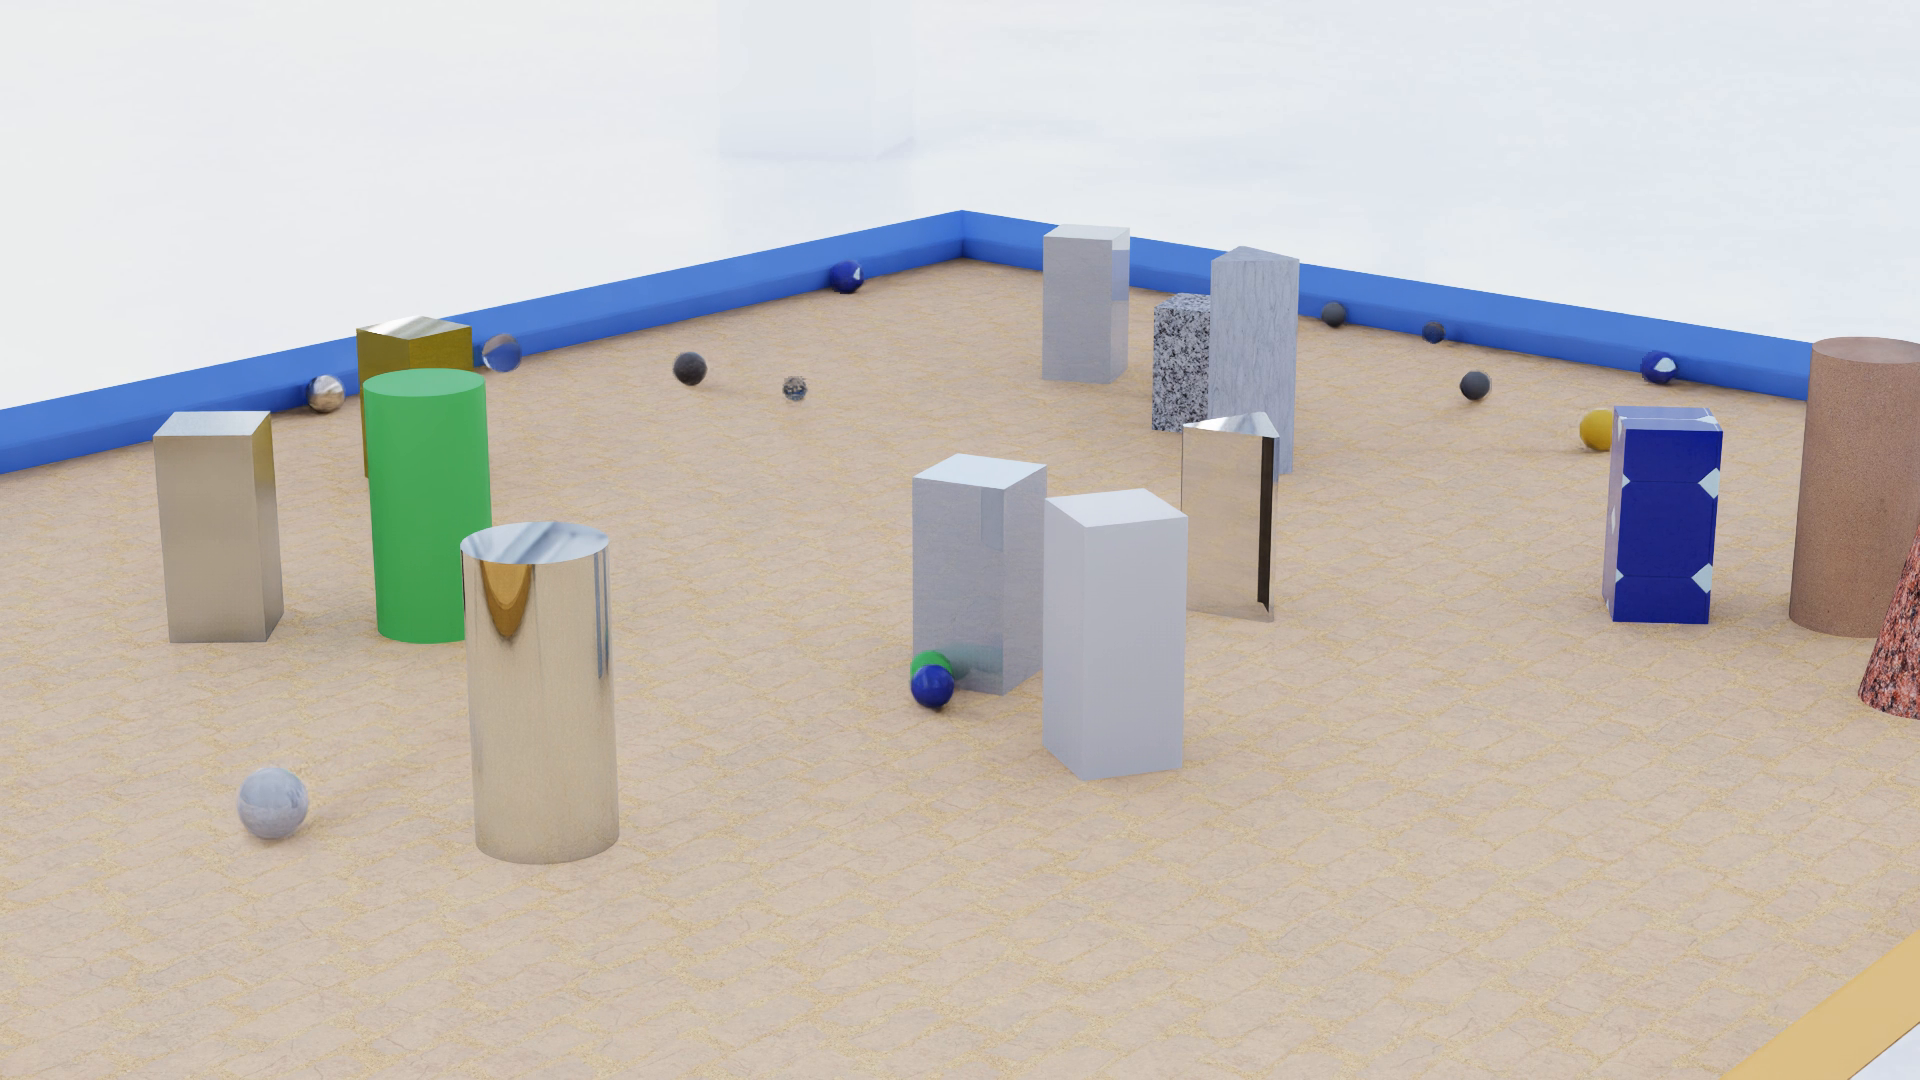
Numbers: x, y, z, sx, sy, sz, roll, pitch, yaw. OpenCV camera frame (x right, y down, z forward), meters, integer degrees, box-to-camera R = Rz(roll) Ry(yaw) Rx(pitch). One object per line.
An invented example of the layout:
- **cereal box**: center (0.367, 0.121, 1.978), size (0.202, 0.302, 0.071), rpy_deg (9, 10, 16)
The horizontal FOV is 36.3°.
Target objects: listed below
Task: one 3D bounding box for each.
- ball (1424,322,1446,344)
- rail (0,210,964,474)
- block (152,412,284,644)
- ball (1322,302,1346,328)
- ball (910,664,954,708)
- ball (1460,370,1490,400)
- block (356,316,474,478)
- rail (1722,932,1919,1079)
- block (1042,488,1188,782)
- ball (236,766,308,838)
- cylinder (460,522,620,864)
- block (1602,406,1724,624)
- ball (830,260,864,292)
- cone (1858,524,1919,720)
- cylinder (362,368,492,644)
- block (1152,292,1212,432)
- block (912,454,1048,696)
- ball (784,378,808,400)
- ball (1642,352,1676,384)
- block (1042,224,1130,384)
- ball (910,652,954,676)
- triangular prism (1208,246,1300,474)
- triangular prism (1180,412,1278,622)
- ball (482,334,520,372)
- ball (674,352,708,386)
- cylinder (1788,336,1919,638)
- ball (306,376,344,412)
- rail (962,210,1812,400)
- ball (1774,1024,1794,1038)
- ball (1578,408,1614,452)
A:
- **ball**: center (1.135, -0.496, 7.016), size (0.051, 0.051, 0.051), rpy_deg (0, 17, 0)
- **rail**: center (-1.474, -0.337, 6.345), size (0.045, 0.130, 4.565), rpy_deg (14, 22, 39)
- **block**: center (-1.239, -0.023, 4.912), size (0.160, 0.357, 0.160), rpy_deg (0, 17, -2)
- **ball**: center (0.917, -0.552, 7.185), size (0.060, 0.060, 0.060), rpy_deg (0, 17, 0)
- **ball**: center (-0.043, 0.229, 4.578), size (0.069, 0.069, 0.069), rpy_deg (0, 17, 0)
- **ball**: center (1.137, -0.341, 6.476), size (0.065, 0.065, 0.065), rpy_deg (0, 17, 0)
- **block**: center (-1.079, -0.274, 5.838), size (0.160, 0.305, 0.160), rpy_deg (14, 21, 38)
- **rail**: center (1.474, 0.402, 3.894), size (0.045, 0.130, 4.565), rpy_deg (14, 22, 39)
- **block**: center (0.227, 0.138, 4.327), size (0.160, 0.387, 0.160), rpy_deg (-6, 18, -19)
- **ball**: center (-0.955, 0.364, 4.073), size (0.100, 0.100, 0.100), rpy_deg (0, 17, 0)
- **cylinder**: center (-0.574, 0.208, 4.022), size (0.200, 0.428, 0.200), rpy_deg (0, 17, 0)
- **block**: center (1.198, -0.044, 5.013), size (0.160, 0.339, 0.160), rpy_deg (1, 17, 5)
- **ball**: center (-0.291, -0.681, 7.568), size (0.086, 0.086, 0.086), rpy_deg (0, 17, 0)
- **cone**: center (1.519, 0.049, 4.560), size (0.200, 0.423, 0.200), rpy_deg (0, 17, 0)
- **cylinder**: center (-0.887, -0.059, 4.917), size (0.200, 0.423, 0.200), rpy_deg (0, 17, 0)
- **block**: center (0.513, -0.374, 6.236), size (0.160, 0.266, 0.160), rpy_deg (7, 18, 22)
- **block**: center (0.032, 0.053, 4.689), size (0.160, 0.340, 0.160), rpy_deg (8, 19, 25)
- **ball**: center (-0.364, -0.333, 6.471), size (0.053, 0.053, 0.053), rpy_deg (0, 17, 0)
- **ball**: center (1.578, -0.388, 6.615), size (0.075, 0.075, 0.075), rpy_deg (0, 17, 0)
- **block**: center (0.287, -0.538, 6.671), size (0.160, 0.330, 0.160), rpy_deg (5, 18, 17)
- **ball**: center (-0.045, 0.210, 4.643), size (0.067, 0.067, 0.067), rpy_deg (0, 17, 0)
- **triangular prism**: center (0.576, -0.363, 5.905), size (0.173, 0.436, 0.150), rpy_deg (-2, 17, -5)
- **triangular prism**: center (0.488, -0.046, 5.043), size (0.173, 0.326, 0.150), rpy_deg (9, 19, 26)
- **ball**: center (-1.052, -0.428, 6.728), size (0.087, 0.087, 0.087), rpy_deg (0, 17, 0)
- **ball**: center (-0.607, -0.385, 6.605), size (0.075, 0.075, 0.075), rpy_deg (0, 17, 0)
- **cylinder**: center (1.518, -0.090, 4.938), size (0.200, 0.472, 0.200), rpy_deg (0, 17, 0)
- **ball**: center (-1.381, -0.318, 6.373), size (0.081, 0.081, 0.081), rpy_deg (0, 17, 0)
- **rail**: center (1.481, -0.459, 6.753), size (3.952, 0.130, 0.045), rpy_deg (14, 22, 39)
- **ball**: center (0.971, 0.590, 3.399), size (0.057, 0.057, 0.057), rpy_deg (0, 17, 0)
- **ball**: center (1.325, -0.228, 6.060), size (0.089, 0.089, 0.089), rpy_deg (0, 17, 0)
